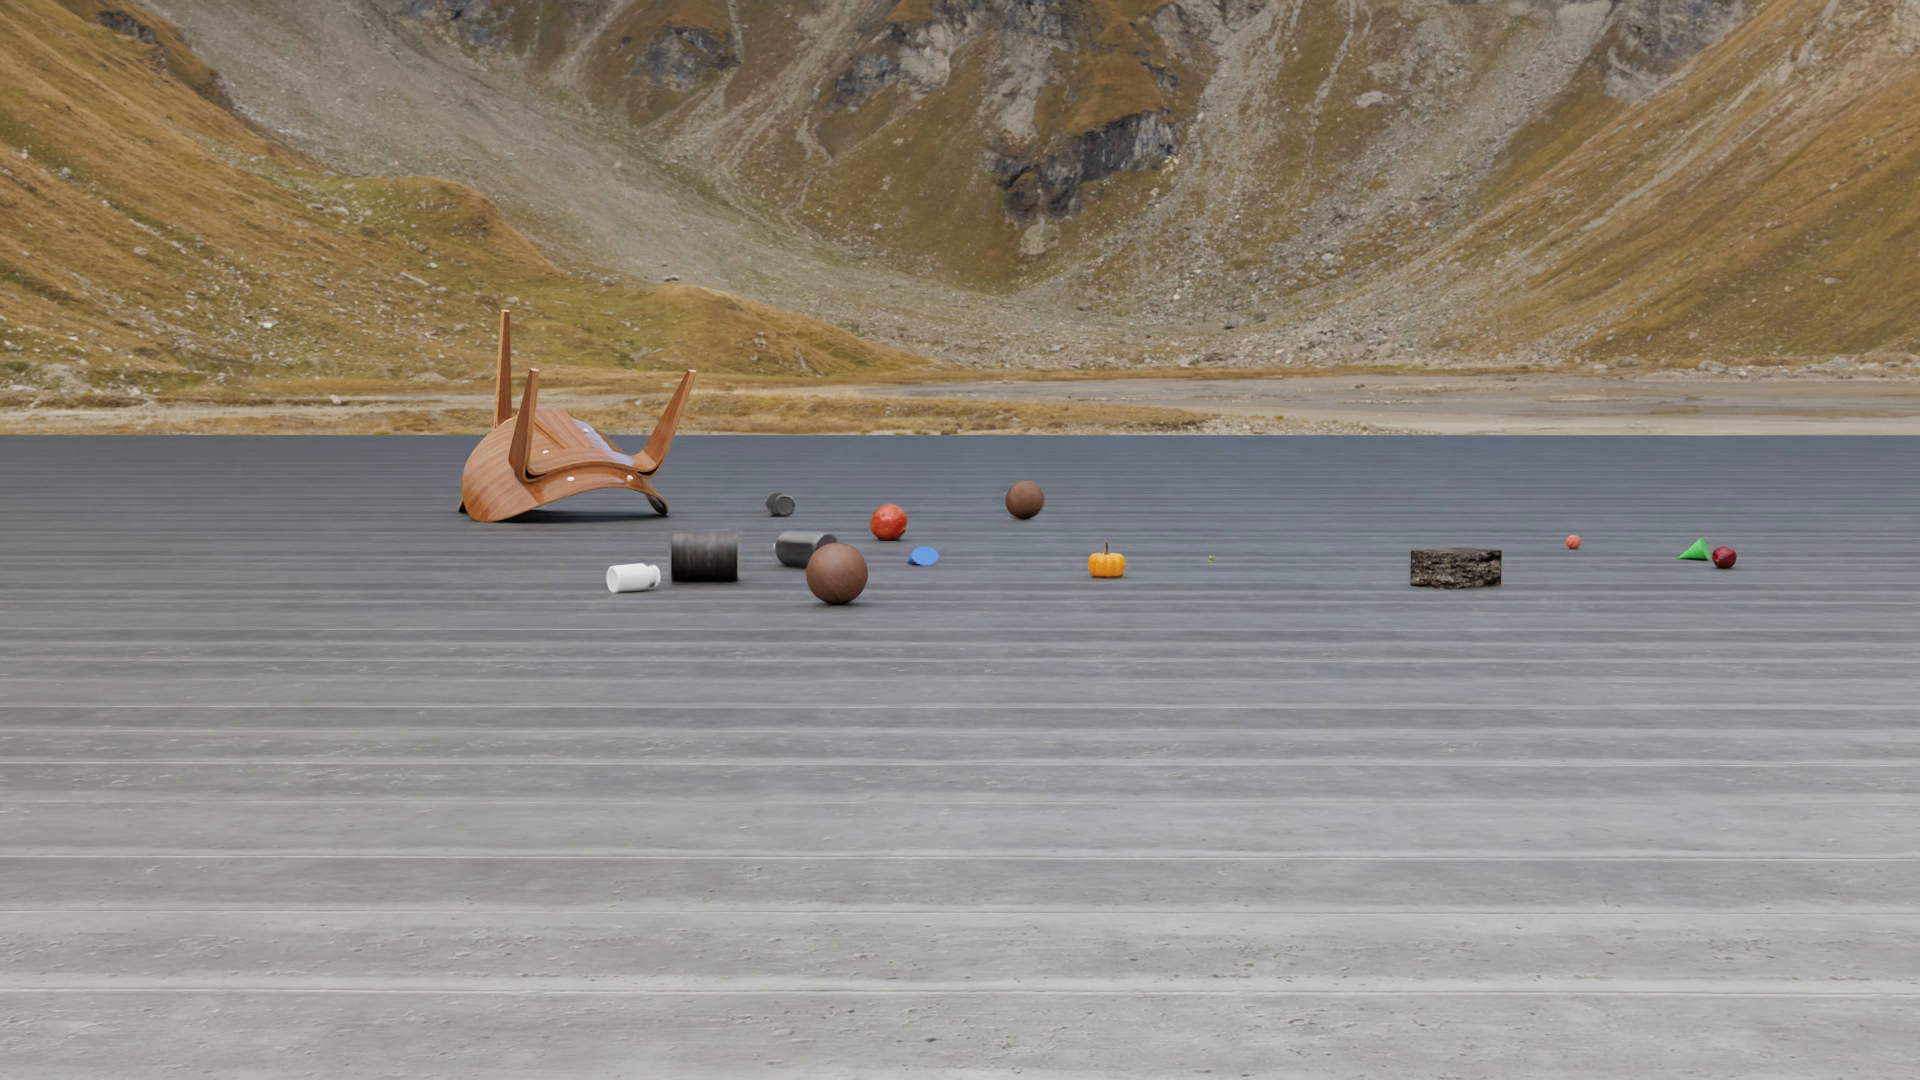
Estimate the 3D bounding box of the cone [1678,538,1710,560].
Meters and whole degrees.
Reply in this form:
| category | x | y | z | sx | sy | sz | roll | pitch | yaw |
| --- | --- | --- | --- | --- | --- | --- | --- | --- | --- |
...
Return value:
| category | x | y | z | sx | sy | sz | roll | pitch | yaw |
| --- | --- | --- | --- | --- | --- | --- | --- | --- | --- |
| cone | 1.930 | 0.036 | 5.808 | 0.076 | 0.062 | 0.100 | -23 | -1 | 24 |

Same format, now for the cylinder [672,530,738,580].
| category | x | y | z | sx | sy | sz | roll | pitch | yaw |
| --- | --- | --- | --- | --- | --- | --- | --- | --- | --- |
| cylinder | -0.598 | 0.036 | 5.145 | 0.152 | 0.114 | 0.137 | 0 | -24 | -7 |

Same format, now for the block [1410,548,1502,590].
| category | x | y | z | sx | sy | sz | roll | pitch | yaw |
| --- | --- | --- | --- | --- | --- | --- | --- | --- | --- |
| block | 1.133 | 0.064 | 5.023 | 0.168 | 0.081 | 0.122 | -3 | 5 | -35 |

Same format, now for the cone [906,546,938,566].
| category | x | y | z | sx | sy | sz | roll | pitch | yaw |
| --- | --- | --- | --- | --- | --- | --- | --- | --- | --- |
| cone | -0.114 | 0.050 | 5.648 | 0.085 | 0.049 | 0.086 | -3 | -11 | -37 |
